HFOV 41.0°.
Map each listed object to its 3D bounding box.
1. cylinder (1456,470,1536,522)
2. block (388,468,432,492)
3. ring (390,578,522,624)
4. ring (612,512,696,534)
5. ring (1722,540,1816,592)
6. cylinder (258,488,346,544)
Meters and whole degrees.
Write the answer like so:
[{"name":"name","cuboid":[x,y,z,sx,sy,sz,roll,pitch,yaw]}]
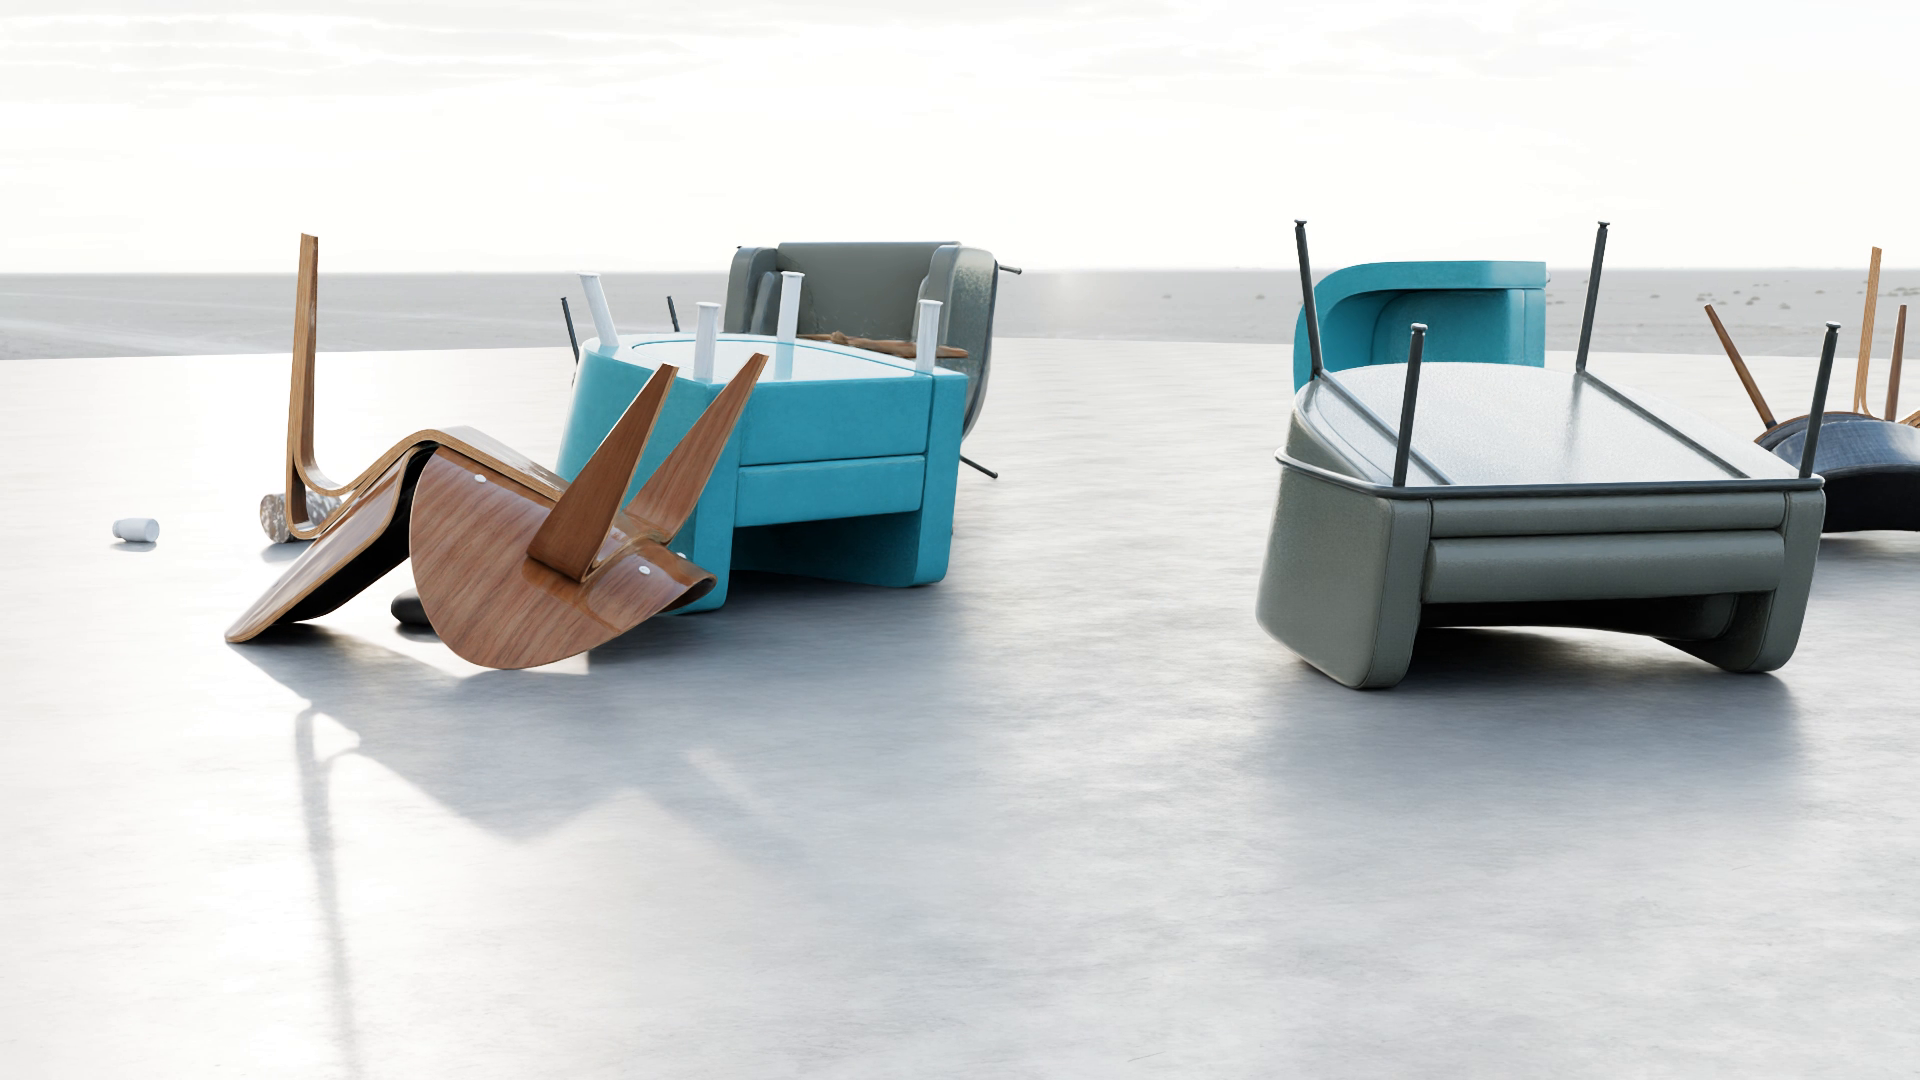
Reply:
[{"name":"cylinder","cuboid":[1.437,-0.117,6.884,0.166,0.136,0.136,-2,-2,-19]},{"name":"block","cuboid":[-1.690,-0.183,7.881,0.115,0.064,0.079,4,7,35]},{"name":"ring","cuboid":[-0.974,0.119,4.970,0.218,0.060,0.352,1,6,16]},{"name":"ring","cuboid":[-0.787,-0.045,6.615,0.219,0.048,0.212,2,6,27]},{"name":"ring","cuboid":[1.711,0.054,5.418,0.288,0.098,0.110,-3,4,-37]},{"name":"cylinder","cuboid":[-1.639,-0.061,6.399,0.172,0.134,0.113,-8,-35,-53]}]
